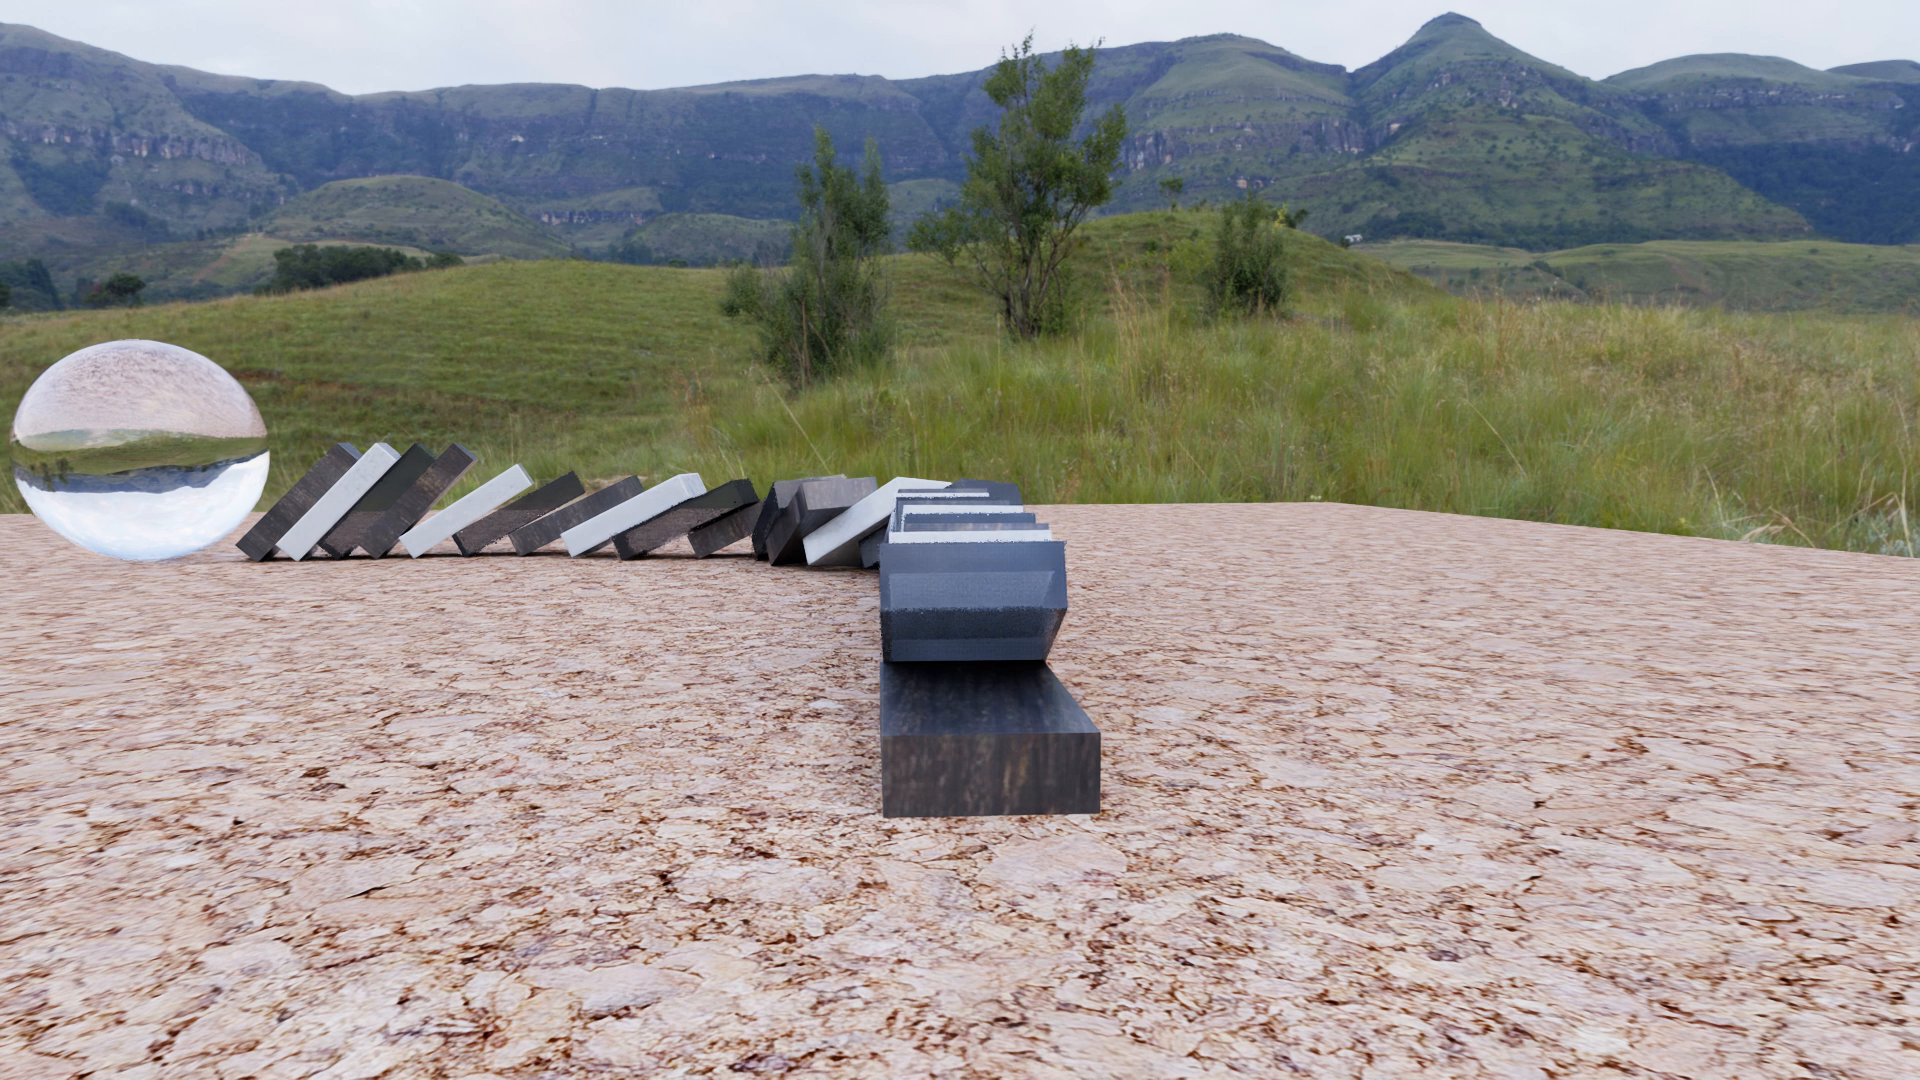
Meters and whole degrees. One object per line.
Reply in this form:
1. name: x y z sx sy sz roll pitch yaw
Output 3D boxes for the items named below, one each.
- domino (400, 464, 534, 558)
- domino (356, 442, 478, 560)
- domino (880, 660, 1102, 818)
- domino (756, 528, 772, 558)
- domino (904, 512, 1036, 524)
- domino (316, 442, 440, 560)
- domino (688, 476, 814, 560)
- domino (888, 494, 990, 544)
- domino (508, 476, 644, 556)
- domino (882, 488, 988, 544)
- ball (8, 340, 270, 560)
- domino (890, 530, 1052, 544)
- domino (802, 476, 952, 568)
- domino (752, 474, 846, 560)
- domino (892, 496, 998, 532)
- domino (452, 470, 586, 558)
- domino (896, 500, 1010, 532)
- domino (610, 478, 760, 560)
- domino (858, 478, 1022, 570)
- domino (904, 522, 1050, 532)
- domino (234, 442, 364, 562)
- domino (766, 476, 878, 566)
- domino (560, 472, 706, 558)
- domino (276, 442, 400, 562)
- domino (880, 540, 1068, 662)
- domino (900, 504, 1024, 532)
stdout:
1. domino: -0.188 -0.012 0.490 0.050 0.009 0.025 -34 12 -11
2. domino: -0.204 -0.015 0.485 0.010 0.050 0.025 44 -8 -15
3. domino: 0.002 0.025 0.171 0.025 0.010 0.050 0 4 -4
4. domino: -0.052 0.001 0.495 0.050 0.010 0.025 -1 4 -14
5. domino: 0.000 0.008 0.267 0.025 0.010 0.050 0 -20 -5
6. domino: -0.217 -0.015 0.481 0.009 0.050 0.025 44 -8 -15
7. domino: -0.077 -0.009 0.485 0.050 0.009 0.025 -25 7 -1
8. domino: -0.007 0.001 0.356 0.025 0.009 0.050 0 -21 -6
9. domino: -0.147 -0.010 0.496 0.050 0.009 0.025 -26 8 -6
10. domino: -0.008 -0.001 0.380 0.025 0.010 0.050 -1 -21 -10
11. ball: -0.296 -0.032 0.466 0.080 0.080 0.080 0 4 0
12. domino: 0.001 0.012 0.219 0.025 0.010 0.050 -1 -20 -2
13. domino: -0.026 -0.005 0.419 0.025 0.009 0.050 4 -25 -45
14. domino: -0.057 -0.007 0.451 0.025 0.009 0.050 -7 -19 -21
15. domino: -0.005 0.003 0.334 0.025 0.009 0.050 0 -21 -5
16. domino: -0.170 -0.011 0.496 0.050 0.009 0.025 -30 12 -12
17. domino: -0.003 0.004 0.311 0.025 0.010 0.050 0 -21 -5
18. domino: -0.102 -0.008 0.478 0.050 0.010 0.025 -24 2 5
19. domino: -0.006 -0.004 0.406 0.025 0.009 0.050 3 -25 -45
20. domino: 0.001 0.010 0.243 0.025 0.009 0.050 0 -19 -4
21. domino: -0.242 -0.014 0.473 0.010 0.050 0.025 44 -8 -15
22. domino: -0.047 -0.006 0.432 0.025 0.010 0.050 -6 -19 -25
23. domino: -0.122 -0.010 0.482 0.050 0.009 0.025 -26 2 6
24. domino: -0.229 -0.015 0.477 0.010 0.050 0.025 44 -8 -15
25. domino: 0.001 0.013 0.195 0.025 0.010 0.050 -1 -20 -3
26. domino: -0.001 0.006 0.289 0.025 0.010 0.050 0 -21 -5
